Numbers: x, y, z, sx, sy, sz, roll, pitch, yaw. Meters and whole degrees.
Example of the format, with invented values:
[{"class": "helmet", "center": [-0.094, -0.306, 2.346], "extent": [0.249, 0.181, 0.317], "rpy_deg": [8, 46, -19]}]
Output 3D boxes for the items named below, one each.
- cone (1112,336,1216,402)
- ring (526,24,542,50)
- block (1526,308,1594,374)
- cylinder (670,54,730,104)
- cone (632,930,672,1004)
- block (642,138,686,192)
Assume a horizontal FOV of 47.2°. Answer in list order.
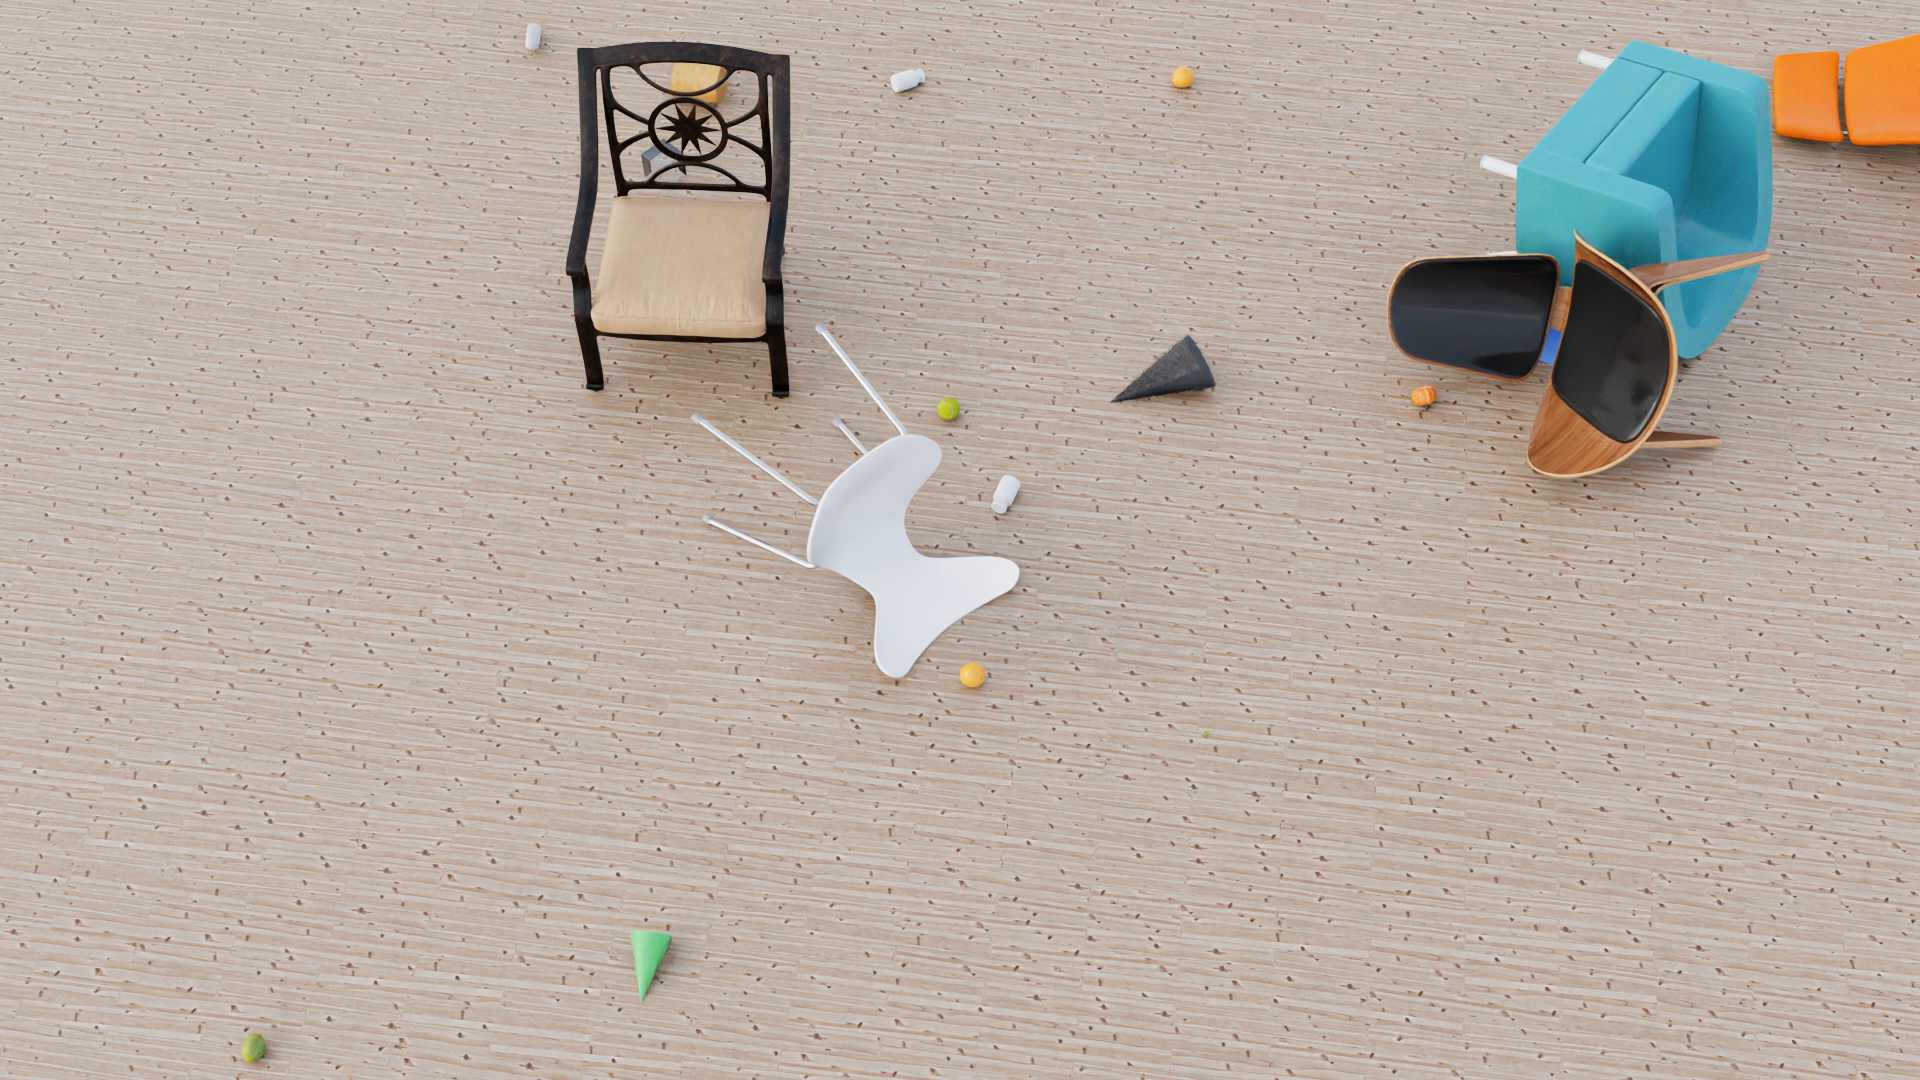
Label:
[{"class": "cone", "center": [0.609, -0.494, 6.866], "extent": [0.317, 0.129, 0.217], "rpy_deg": [-25, 51, -2]}, {"class": "ring", "center": [-1.498, -1.767, 7.720], "extent": [0.048, 0.068, 0.133], "rpy_deg": [6, 45, -13]}, {"class": "block", "center": [1.894, -0.629, 6.933], "extent": [0.157, 0.105, 0.123], "rpy_deg": [24, 60, 16]}, {"class": "cylinder", "center": [-0.893, -1.584, 7.554], "extent": [0.161, 0.138, 0.151], "rpy_deg": [11, 52, 7]}, {"class": "cone", "center": [-0.825, 1.128, 5.788], "extent": [0.112, 0.098, 0.181], "rpy_deg": [2, 71, 14]}, {"class": "block", "center": [-0.989, -1.252, 7.348], "extent": [0.097, 0.110, 0.101], "rpy_deg": [38, 64, 22]}]
